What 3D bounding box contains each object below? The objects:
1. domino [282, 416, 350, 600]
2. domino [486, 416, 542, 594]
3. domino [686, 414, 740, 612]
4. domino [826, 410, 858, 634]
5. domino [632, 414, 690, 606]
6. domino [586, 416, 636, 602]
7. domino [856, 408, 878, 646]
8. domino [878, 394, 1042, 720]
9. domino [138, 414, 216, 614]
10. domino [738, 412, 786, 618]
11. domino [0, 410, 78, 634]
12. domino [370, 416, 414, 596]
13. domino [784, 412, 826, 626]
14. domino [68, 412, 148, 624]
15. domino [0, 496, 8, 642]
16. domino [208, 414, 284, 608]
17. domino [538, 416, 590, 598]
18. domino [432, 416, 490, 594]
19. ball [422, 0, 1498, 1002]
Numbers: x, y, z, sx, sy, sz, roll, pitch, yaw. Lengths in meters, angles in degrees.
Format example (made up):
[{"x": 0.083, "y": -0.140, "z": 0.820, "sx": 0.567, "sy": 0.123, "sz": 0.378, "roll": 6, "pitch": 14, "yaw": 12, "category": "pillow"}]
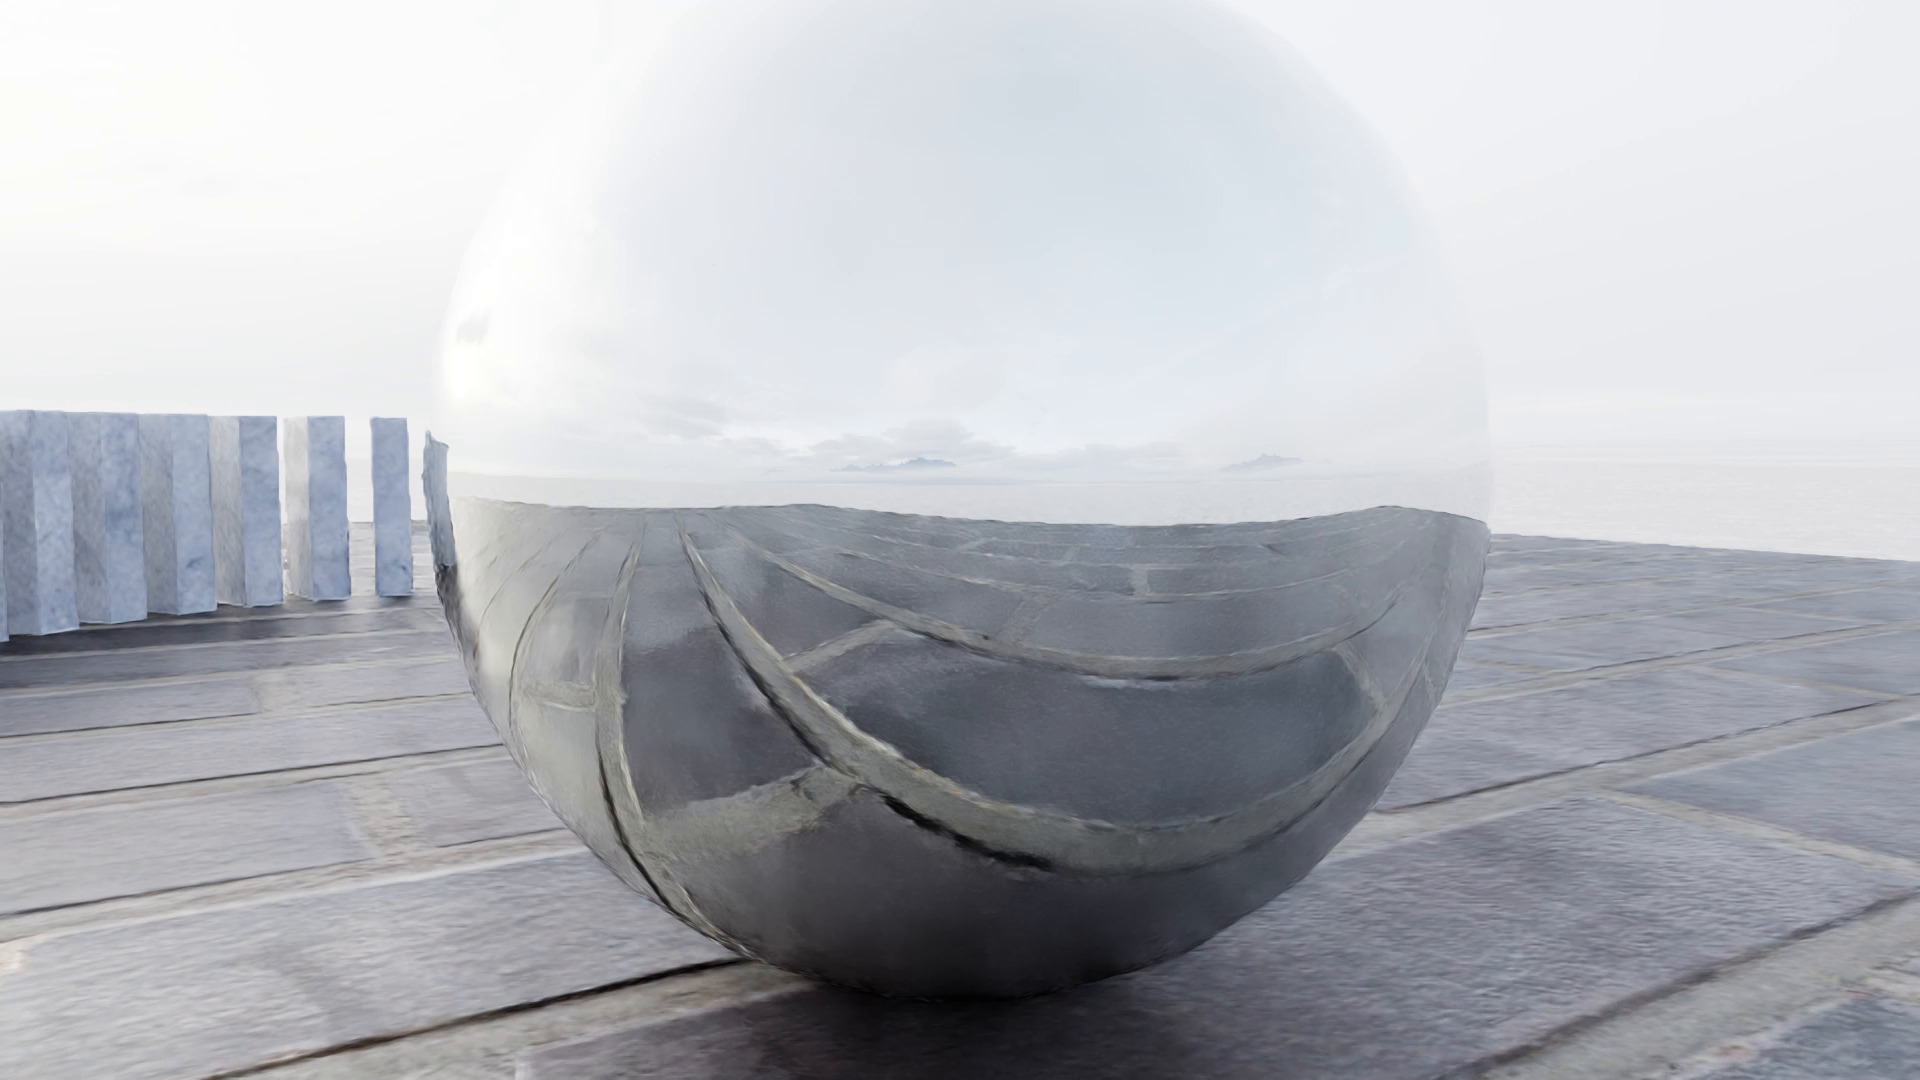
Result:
[{"x": -0.180, "y": -0.009, "z": 0.358, "sx": 0.010, "sy": 0.050, "sz": 0.025, "roll": -4, "pitch": 6, "yaw": -41, "category": "domino"}, {"x": -0.126, "y": -0.010, "z": 0.374, "sx": 0.010, "sy": 0.050, "sz": 0.025, "roll": 1, "pitch": 4, "yaw": 14, "category": "domino"}, {"x": -0.059, "y": -0.008, "z": 0.335, "sx": 0.009, "sy": 0.050, "sz": 0.025, "roll": 3, "pitch": 5, "yaw": 32, "category": "domino"}, {"x": -0.017, "y": -0.005, "z": 0.295, "sx": 0.025, "sy": 0.050, "sz": 0.010, "roll": -3, "pitch": 5, "yaw": -32, "category": "domino"}, {"x": -0.075, "y": -0.008, "z": 0.346, "sx": 0.010, "sy": 0.050, "sz": 0.025, "roll": 3, "pitch": 5, "yaw": 36, "category": "domino"}, {"x": -0.091, "y": -0.009, "z": 0.357, "sx": 0.010, "sy": 0.050, "sz": 0.025, "roll": 3, "pitch": 5, "yaw": 34, "category": "domino"}, {"x": -0.009, "y": -0.003, "z": 0.277, "sx": 0.025, "sy": 0.050, "sz": 0.010, "roll": -2, "pitch": 5, "yaw": -21, "category": "domino"}, {"x": 0.000, "y": 0.002, "z": 0.201, "sx": 0.025, "sy": 0.050, "sz": 0.010, "roll": 0, "pitch": 4, "yaw": 0, "category": "domino"}, {"x": -0.203, "y": -0.007, "z": 0.328, "sx": 0.025, "sy": 0.050, "sz": 0.009, "roll": 2, "pitch": 5, "yaw": 27, "category": "domino"}, {"x": -0.043, "y": -0.007, "z": 0.324, "sx": 0.010, "sy": 0.050, "sz": 0.025, "roll": 4, "pitch": 6, "yaw": 41, "category": "domino"}, {"x": -0.216, "y": -0.004, "z": 0.291, "sx": 0.025, "sy": 0.050, "sz": 0.010, "roll": 1, "pitch": 4, "yaw": 11, "category": "domino"}, {"x": -0.164, "y": -0.010, "z": 0.369, "sx": 0.009, "sy": 0.050, "sz": 0.025, "roll": -2, "pitch": 5, "yaw": -25, "category": "domino"}, {"x": -0.029, "y": -0.006, "z": 0.310, "sx": 0.025, "sy": 0.050, "sz": 0.009, "roll": -4, "pitch": 6, "yaw": -41, "category": "domino"}, {"x": -0.211, "y": -0.006, "z": 0.310, "sx": 0.025, "sy": 0.050, "sz": 0.009, "roll": 1, "pitch": 5, "yaw": 19, "category": "domino"}, {"x": -0.219, "y": -0.003, "z": 0.272, "sx": 0.025, "sy": 0.050, "sz": 0.010, "roll": 0, "pitch": 4, "yaw": 4, "category": "domino"}, {"x": -0.193, "y": -0.008, "z": 0.344, "sx": 0.025, "sy": 0.050, "sz": 0.010, "roll": 3, "pitch": 5, "yaw": 37, "category": "domino"}, {"x": -0.108, "y": -0.010, "z": 0.367, "sx": 0.010, "sy": 0.050, "sz": 0.025, "roll": 2, "pitch": 5, "yaw": 26, "category": "domino"}, {"x": -0.145, "y": -0.011, "z": 0.375, "sx": 0.010, "sy": 0.050, "sz": 0.025, "roll": -1, "pitch": 4, "yaw": -8, "category": "domino"}, {"x": 0.000, "y": -0.005, "z": 0.103, "sx": 0.080, "sy": 0.080, "sz": 0.080, "roll": 0, "pitch": 4, "yaw": 0, "category": "ball"}]
